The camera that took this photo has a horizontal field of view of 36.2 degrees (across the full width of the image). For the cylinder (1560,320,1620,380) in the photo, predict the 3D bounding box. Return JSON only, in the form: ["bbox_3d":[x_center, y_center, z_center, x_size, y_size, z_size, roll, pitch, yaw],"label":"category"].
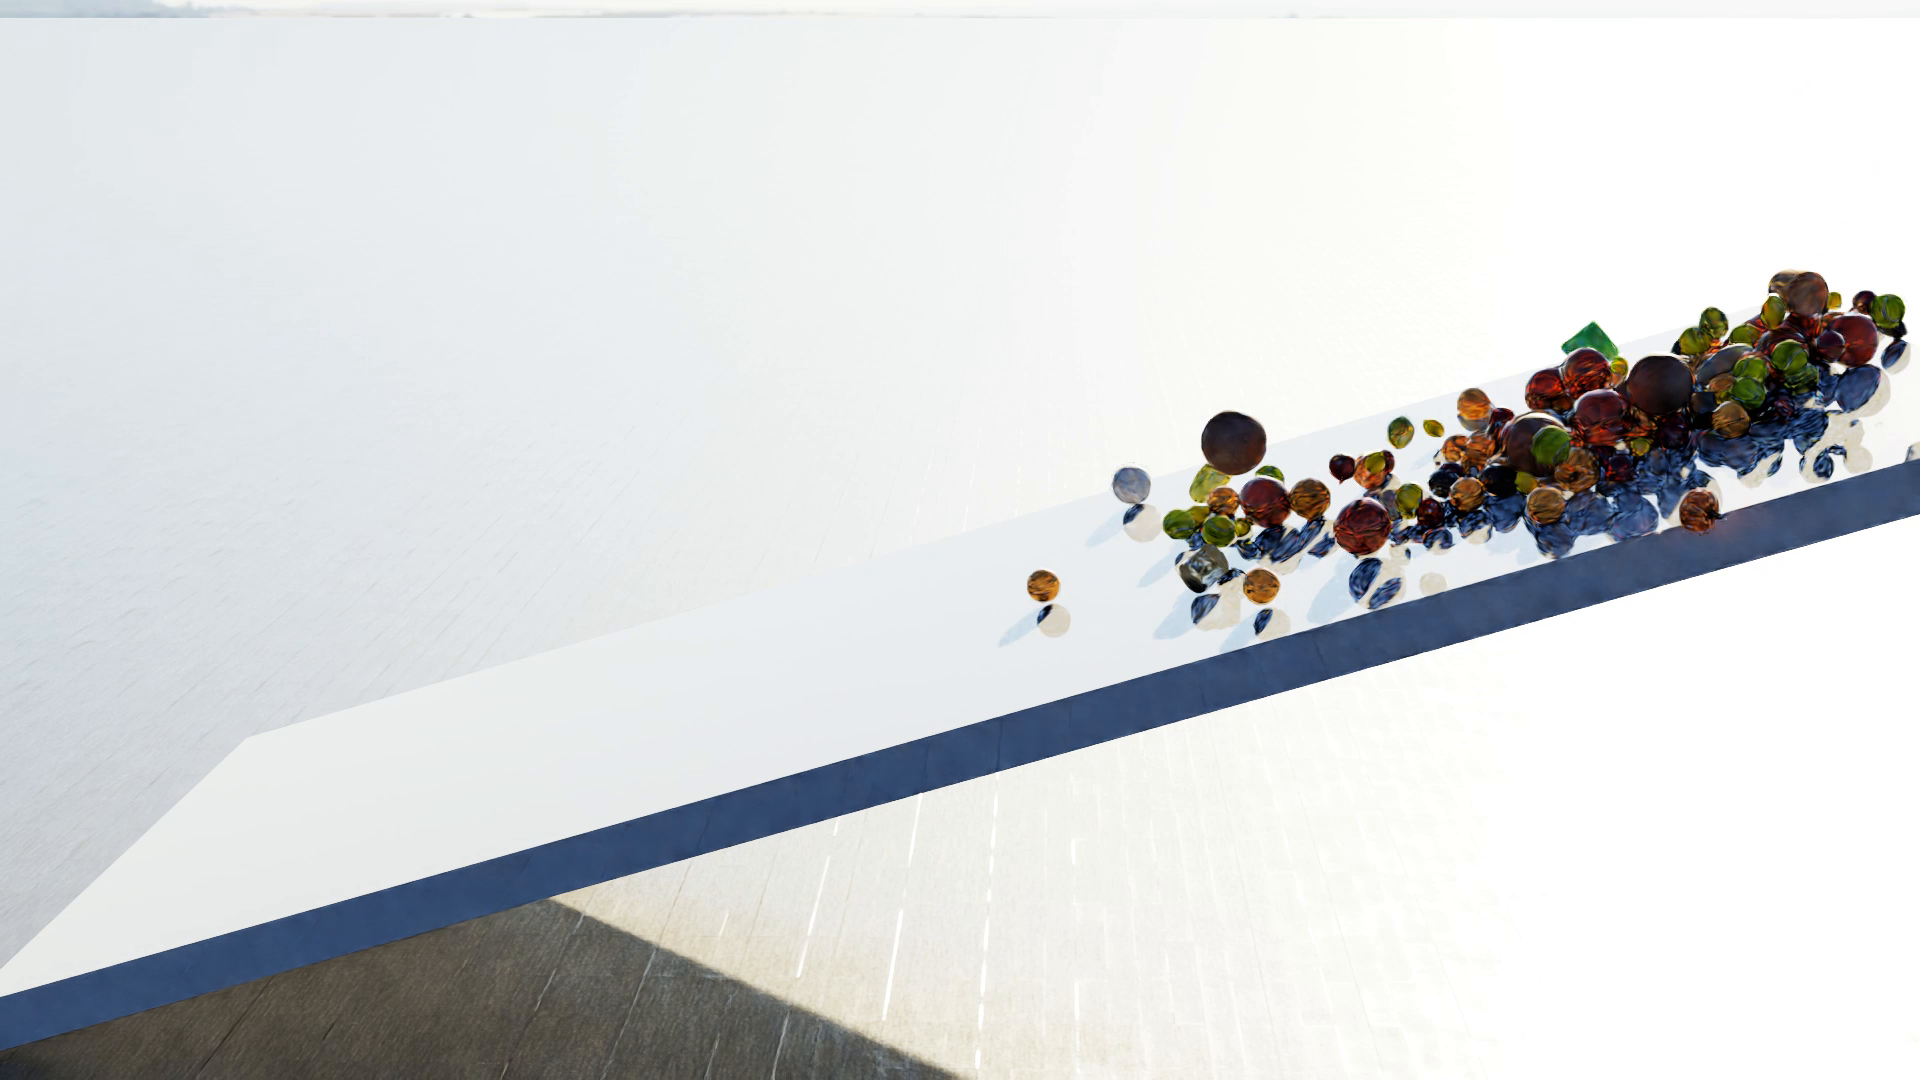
[{"bbox_3d":[1.415,-0.428,6.609,0.098,0.098,0.098,-38,6,9],"label":"cylinder"}]

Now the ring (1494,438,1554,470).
[{"bbox_3d":[1.173,-0.179,6.117,0.126,0.042,0.126,-17,6,2],"label":"ring"}]

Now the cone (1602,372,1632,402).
[{"bbox_3d":[1.431,-0.321,6.447,0.069,0.069,0.069,6,35,29],"label":"cone"}]

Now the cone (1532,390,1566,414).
[{"bbox_3d":[1.314,-0.292,6.538,0.072,0.072,0.072,11,11,1],"label":"cone"}]

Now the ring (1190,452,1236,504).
[{"bbox_3d":[0.575,-0.141,6.697,0.046,0.137,0.137,38,3,-13],"label":"ring"}]

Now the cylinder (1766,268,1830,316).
[{"bbox_3d":[1.776,-0.526,6.235,0.095,0.095,0.095,-2,9,-12],"label":"cylinder"}]

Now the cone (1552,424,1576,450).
[{"bbox_3d":[1.260,-0.218,6.108,0.052,0.052,0.052,9,14,-2],"label":"cone"}]

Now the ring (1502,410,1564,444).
[{"bbox_3d":[1.239,-0.243,6.354,0.134,0.045,0.134,-16,14,4],"label":"ring"}]

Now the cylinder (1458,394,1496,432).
[{"bbox_3d":[1.167,-0.287,6.643,0.070,0.070,0.070,5,18,23],"label":"cylinder"}]

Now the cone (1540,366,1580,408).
[{"bbox_3d":[1.353,-0.337,6.538,0.096,0.096,0.096,-2,10,-10],"label":"cone"}]

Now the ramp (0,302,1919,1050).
[{"bbox_3d":[0.091,0.187,6.319,4.000,0.100,2.000,-16,10,5],"label":"ramp"}]

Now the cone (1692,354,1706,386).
[{"bbox_3d":[1.607,-0.370,6.360,0.071,0.071,0.071,-16,10,3],"label":"cone"}]

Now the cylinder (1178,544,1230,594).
[{"bbox_3d":[0.483,0.057,5.825,0.072,0.072,0.072,-38,29,-26],"label":"cylinder"}]

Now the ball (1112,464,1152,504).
[{"bbox_3d":[0.407,-0.131,6.974,0.096,0.096,0.096,0,11,0],"label":"ball"}]

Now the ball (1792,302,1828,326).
[{"bbox_3d":[1.922,-0.526,6.657,0.085,0.085,0.085,0,11,0],"label":"ball"}]

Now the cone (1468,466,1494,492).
[{"bbox_3d":[1.074,-0.122,6.019,0.052,0.052,0.052,9,8,-15],"label":"cone"}]

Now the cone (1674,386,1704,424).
[{"bbox_3d":[1.487,-0.256,6.015,0.089,0.089,0.089,-7,-22,-32],"label":"cone"}]

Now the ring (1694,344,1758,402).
[{"bbox_3d":[1.597,-0.347,6.133,0.149,0.149,0.050,-8,50,-35],"label":"ring"}]

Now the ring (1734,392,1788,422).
[{"bbox_3d":[1.602,-0.267,5.887,0.109,0.036,0.109,-16,18,5],"label":"ring"}]

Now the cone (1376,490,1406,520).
[{"bbox_3d":[0.893,-0.066,5.997,0.065,0.065,0.065,8,-3,38],"label":"cone"}]

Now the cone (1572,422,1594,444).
[{"bbox_3d":[1.303,-0.215,6.152,0.053,0.053,0.053,12,13,9],"label":"cone"}]

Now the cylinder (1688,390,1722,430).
[{"bbox_3d":[1.496,-0.261,5.909,0.056,0.056,0.056,-1,53,-4],"label":"cylinder"}]
